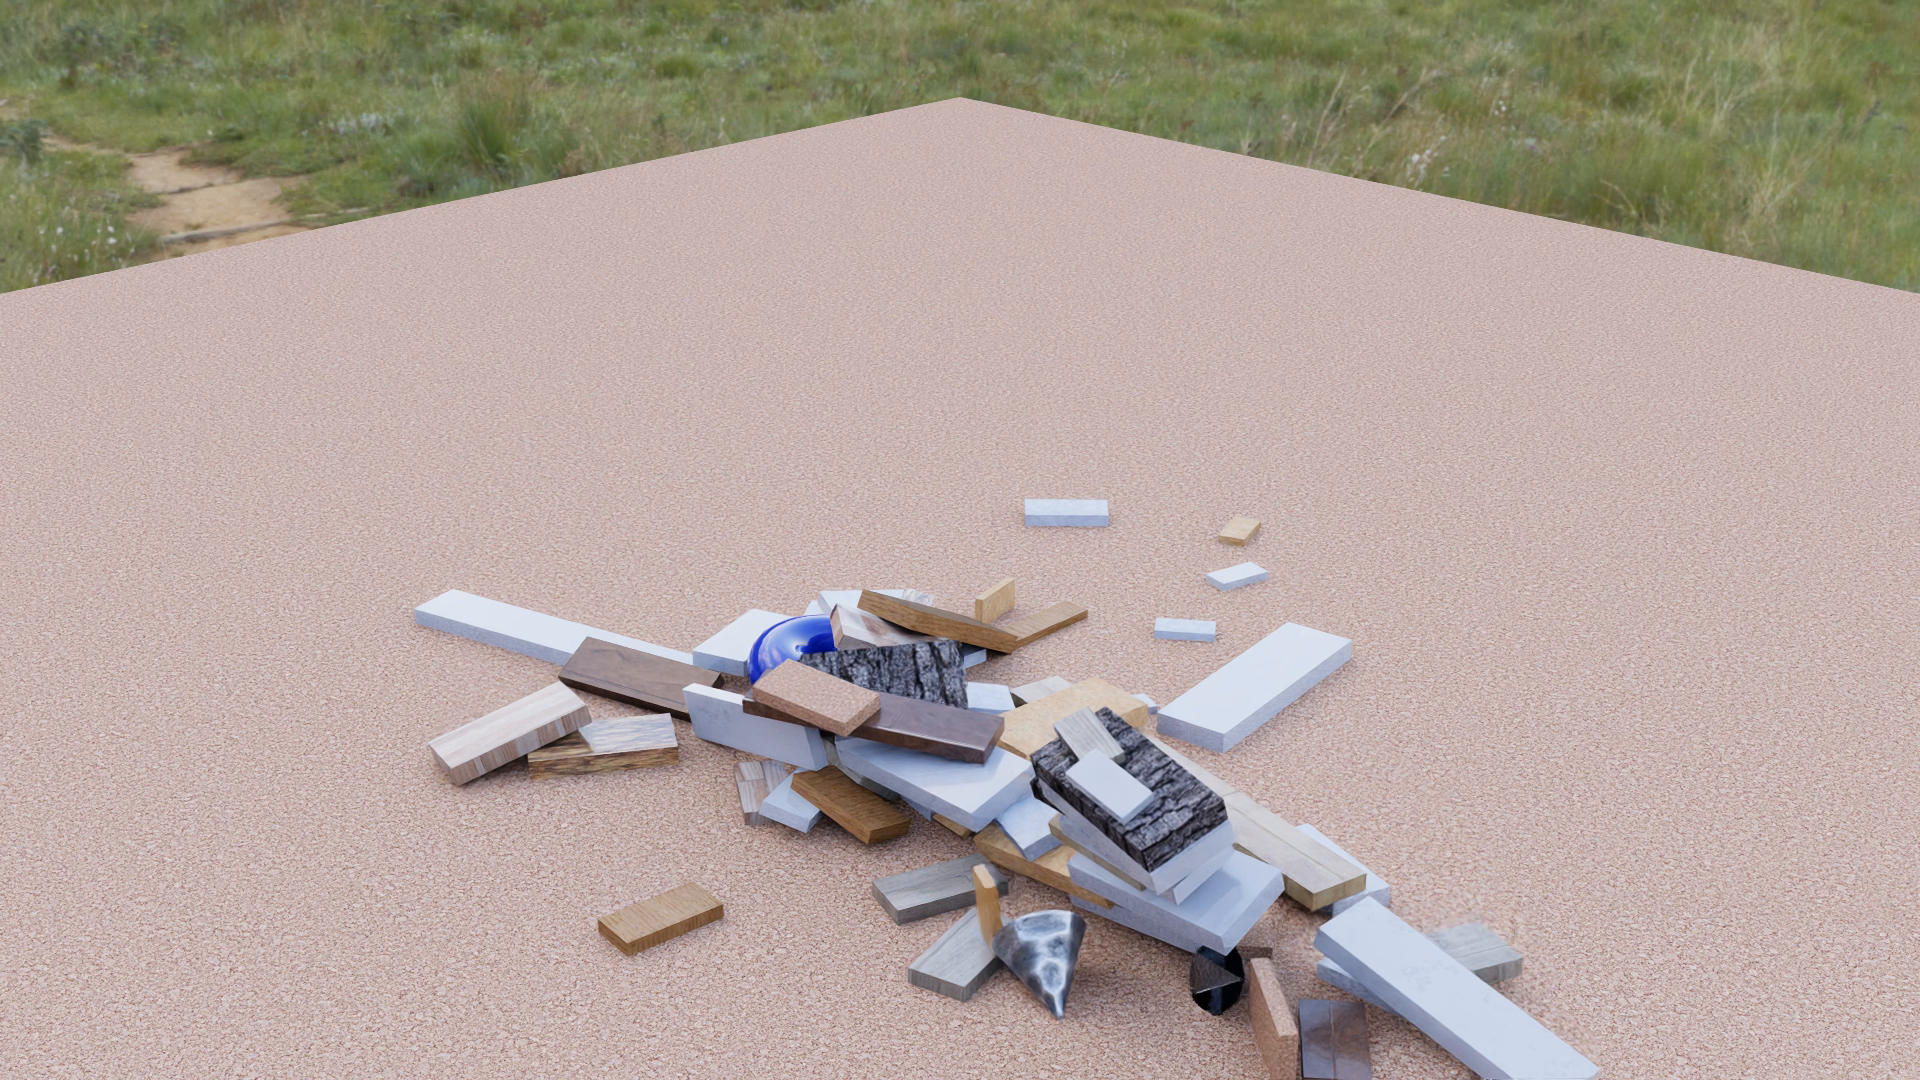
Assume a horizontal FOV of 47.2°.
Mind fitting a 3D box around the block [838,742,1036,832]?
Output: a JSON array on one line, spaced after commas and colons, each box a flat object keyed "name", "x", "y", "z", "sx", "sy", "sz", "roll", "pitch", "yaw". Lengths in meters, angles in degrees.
[{"name": "block", "x": -0.049, "y": 0.443, "z": 4.351, "sx": 0.171, "sy": 0.049, "sz": 0.404, "roll": -36, "pitch": 37, "yaw": -30}]

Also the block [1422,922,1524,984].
[{"name": "block", "x": 0.844, "y": 0.746, "z": 3.876, "sx": 0.262, "sy": 0.037, "sz": 0.131, "roll": -8, "pitch": 23, "yaw": -23}]

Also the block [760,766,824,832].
[{"name": "block", "x": -0.315, "y": 0.520, "z": 4.433, "sx": 0.104, "sy": 0.029, "sz": 0.207, "roll": 21, "pitch": 20, "yaw": 12}]

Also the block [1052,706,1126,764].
[{"name": "block", "x": 0.229, "y": 0.358, "z": 3.899, "sx": 0.073, "sy": 0.021, "sz": 0.146, "roll": -25, "pitch": 37, "yaw": -10}]

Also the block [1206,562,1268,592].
[{"name": "block", "x": 0.695, "y": 0.091, "z": 5.520, "sx": 0.142, "sy": 0.020, "sz": 0.071, "roll": -14, "pitch": 27, "yaw": -30}]

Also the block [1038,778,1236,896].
[{"name": "block", "x": 0.306, "y": 0.472, "z": 3.860, "sx": 0.171, "sy": 0.049, "sz": 0.343, "roll": -31, "pitch": 39, "yaw": -18}]

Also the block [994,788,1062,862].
[{"name": "block", "x": 0.129, "y": 0.521, "z": 4.234, "sx": 0.120, "sy": 0.034, "sz": 0.239, "roll": -29, "pitch": 30, "yaw": -11}]

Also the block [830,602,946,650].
[{"name": "block", "x": -0.146, "y": 0.225, "z": 4.767, "sx": 0.269, "sy": 0.038, "sz": 0.135, "roll": 19, "pitch": 23, "yaw": -20}]

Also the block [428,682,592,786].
[{"name": "block", "x": -0.951, "y": 0.407, "z": 4.650, "sx": 0.310, "sy": 0.044, "sz": 0.155, "roll": -25, "pitch": 28, "yaw": -23}]

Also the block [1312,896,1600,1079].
[{"name": "block", "x": 0.830, "y": 0.785, "z": 3.707, "sx": 0.146, "sy": 0.041, "sz": 0.488, "roll": -21, "pitch": 45, "yaw": -40}]

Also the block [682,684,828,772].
[{"name": "block", "x": -0.432, "y": 0.388, "z": 4.589, "sx": 0.033, "sy": 0.115, "sz": 0.427, "roll": -28, "pitch": 23, "yaw": -36}]

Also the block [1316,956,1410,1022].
[{"name": "block", "x": 0.788, "y": 0.793, "z": 3.853, "sx": 0.315, "sy": 0.031, "sz": 0.111, "roll": 21, "pitch": 30, "yaw": 40}]

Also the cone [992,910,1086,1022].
[{"name": "cone", "x": 0.157, "y": 0.768, "z": 3.852, "sx": 0.172, "sy": 0.172, "sz": 0.172, "roll": -5, "pitch": 50, "yaw": -12}]

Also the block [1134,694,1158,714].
[{"name": "block", "x": 0.362, "y": 0.373, "z": 4.859, "sx": 0.132, "sy": 0.019, "sz": 0.066, "roll": -10, "pitch": 25, "yaw": -22}]

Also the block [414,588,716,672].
[{"name": "block", "x": -0.930, "y": 0.239, "z": 5.149, "sx": 0.801, "sy": 0.038, "sz": 0.135, "roll": 13, "pitch": 26, "yaw": 28}]

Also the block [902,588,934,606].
[{"name": "block", "x": -0.108, "y": 0.164, "z": 5.244, "sx": 0.074, "sy": 0.021, "sz": 0.148, "roll": 11, "pitch": 24, "yaw": 1}]

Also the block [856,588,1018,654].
[{"name": "block", "x": -0.046, "y": 0.187, "z": 4.984, "sx": 0.155, "sy": 0.044, "sz": 0.448, "roll": 20, "pitch": 1, "yaw": 32}]

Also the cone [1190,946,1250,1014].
[{"name": "cone", "x": 0.493, "y": 0.773, "z": 3.866, "sx": 0.127, "sy": 0.127, "sz": 0.127, "roll": 16, "pitch": 9, "yaw": -39}]

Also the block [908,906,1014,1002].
[{"name": "block", "x": 0.017, "y": 0.745, "z": 3.964, "sx": 0.116, "sy": 0.033, "sz": 0.232, "roll": 13, "pitch": 26, "yaw": 28}]

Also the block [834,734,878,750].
[{"name": "block", "x": -0.178, "y": 0.381, "z": 4.438, "sx": 0.146, "sy": 0.021, "sz": 0.073, "roll": -11, "pitch": 31, "yaw": 7}]

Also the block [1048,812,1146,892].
[{"name": "block", "x": 0.285, "y": 0.539, "z": 3.992, "sx": 0.120, "sy": 0.034, "sz": 0.239, "roll": -37, "pitch": 40, "yaw": -24}]

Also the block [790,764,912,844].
[{"name": "block", "x": -0.219, "y": 0.528, "z": 4.398, "sx": 0.230, "sy": 0.033, "sz": 0.115, "roll": 31, "pitch": 24, "yaw": 35}]

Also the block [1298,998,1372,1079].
[{"name": "block", "x": 0.631, "y": 0.854, "z": 3.707, "sx": 0.111, "sy": 0.031, "sz": 0.222, "roll": 2, "pitch": 23, "yaw": 6}]

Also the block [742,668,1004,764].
[{"name": "block", "x": -0.175, "y": 0.349, "z": 4.384, "sx": 0.518, "sy": 0.033, "sz": 0.116, "roll": 10, "pitch": 34, "yaw": 18}]

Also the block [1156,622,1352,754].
[{"name": "block", "x": 0.667, "y": 0.324, "z": 4.936, "sx": 0.167, "sy": 0.047, "sz": 0.577, "roll": 16, "pitch": 28, "yaw": 34}]

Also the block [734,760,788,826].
[{"name": "block", "x": -0.402, "y": 0.515, "z": 4.508, "sx": 0.104, "sy": 0.029, "sz": 0.207, "roll": -5, "pitch": 23, "yaw": -11}]

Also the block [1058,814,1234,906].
[{"name": "block", "x": 0.330, "y": 0.528, "z": 3.923, "sx": 0.146, "sy": 0.041, "sz": 0.293, "roll": -37, "pitch": 40, "yaw": -25}]

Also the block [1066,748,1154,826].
[{"name": "block", "x": 0.257, "y": 0.424, "z": 3.783, "sx": 0.073, "sy": 0.021, "sz": 0.146, "roll": -37, "pitch": 49, "yaw": -21}]

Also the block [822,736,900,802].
[{"name": "block", "x": -0.222, "y": 0.464, "z": 4.545, "sx": 0.112, "sy": 0.032, "sz": 0.223, "roll": 32, "pitch": -1, "yaw": -40}]

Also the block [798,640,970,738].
[{"name": "block", "x": -0.158, "y": 0.309, "z": 4.587, "sx": 0.335, "sy": 0.167, "sz": 0.047, "roll": -5, "pitch": -17, "yaw": -12}]

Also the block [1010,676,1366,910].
[{"name": "block", "x": 0.433, "y": 0.492, "z": 4.464, "sx": 0.131, "sy": 0.037, "sz": 0.999, "roll": -14, "pitch": 26, "yaw": -30}]

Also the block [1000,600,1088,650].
[{"name": "block", "x": 0.189, "y": 0.204, "z": 5.253, "sx": 0.265, "sy": 0.021, "sz": 0.074, "roll": -21, "pitch": 31, "yaw": -40}]
